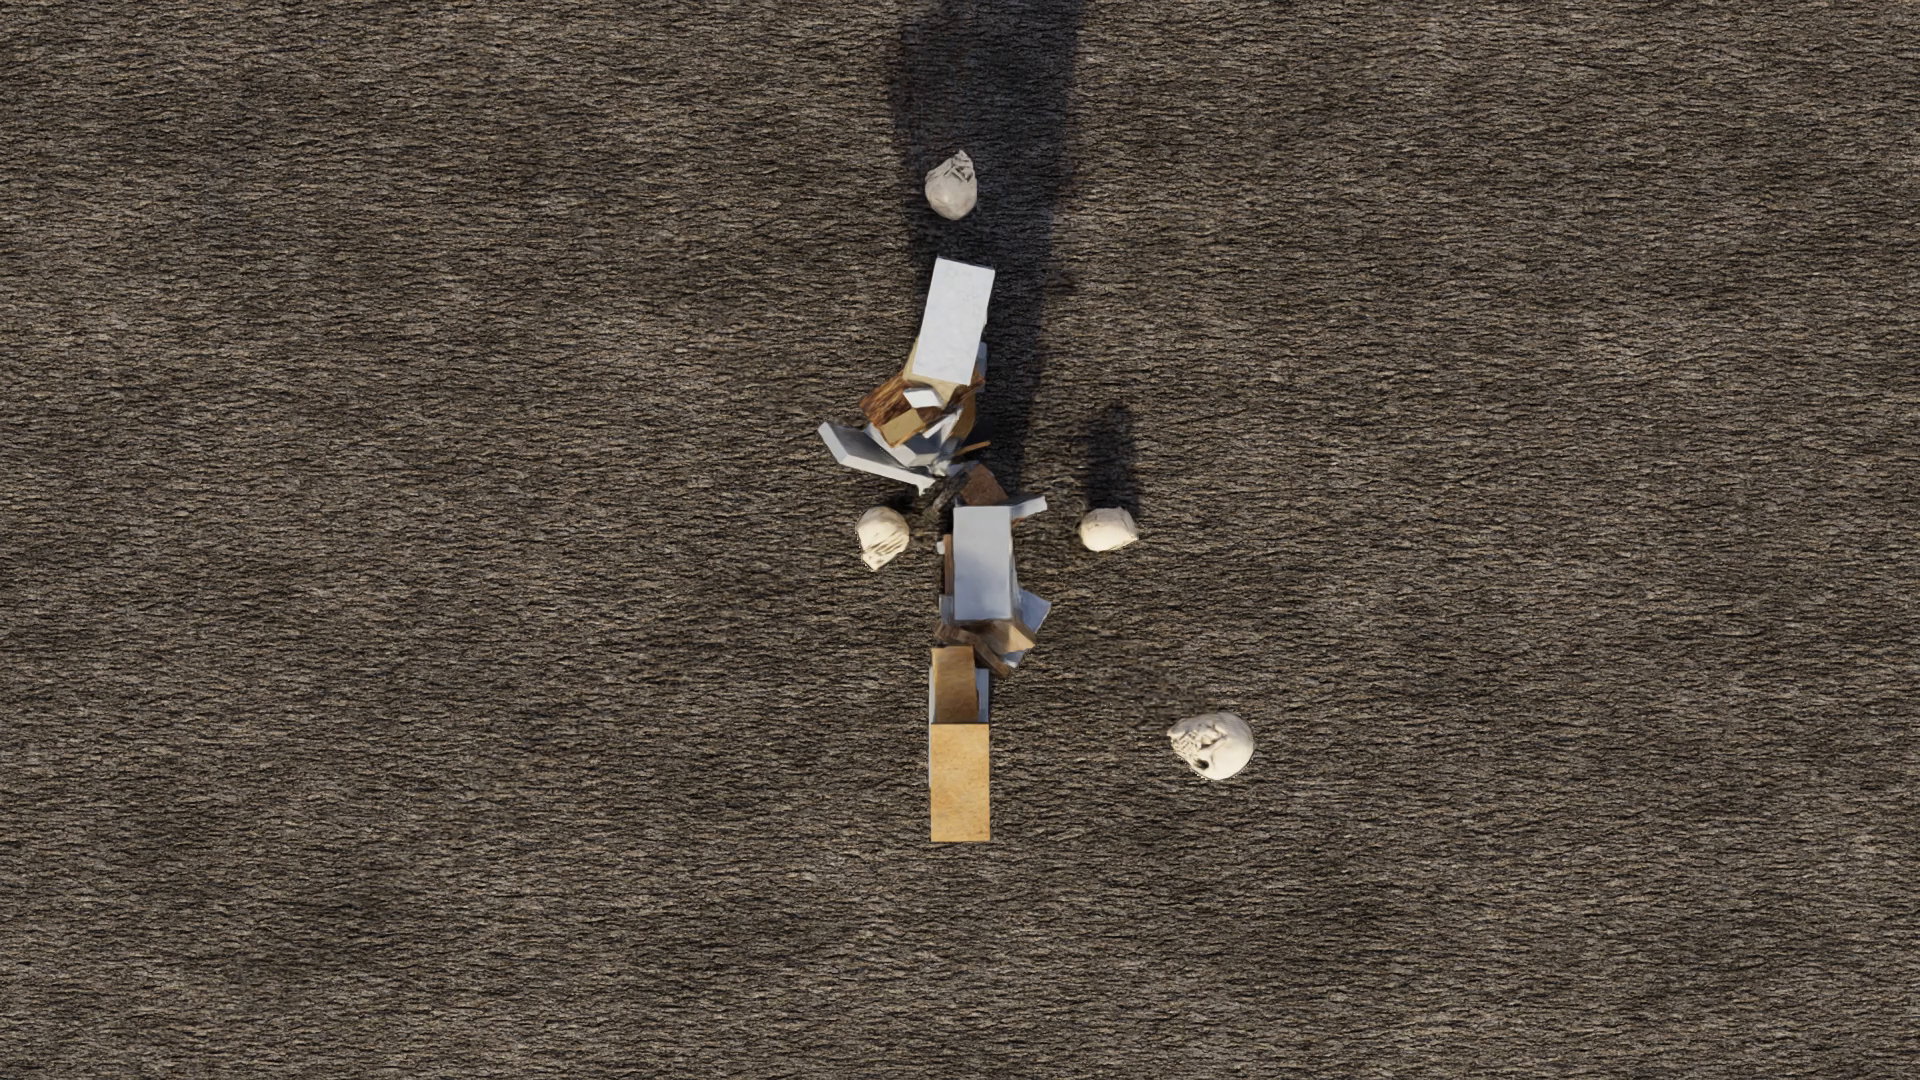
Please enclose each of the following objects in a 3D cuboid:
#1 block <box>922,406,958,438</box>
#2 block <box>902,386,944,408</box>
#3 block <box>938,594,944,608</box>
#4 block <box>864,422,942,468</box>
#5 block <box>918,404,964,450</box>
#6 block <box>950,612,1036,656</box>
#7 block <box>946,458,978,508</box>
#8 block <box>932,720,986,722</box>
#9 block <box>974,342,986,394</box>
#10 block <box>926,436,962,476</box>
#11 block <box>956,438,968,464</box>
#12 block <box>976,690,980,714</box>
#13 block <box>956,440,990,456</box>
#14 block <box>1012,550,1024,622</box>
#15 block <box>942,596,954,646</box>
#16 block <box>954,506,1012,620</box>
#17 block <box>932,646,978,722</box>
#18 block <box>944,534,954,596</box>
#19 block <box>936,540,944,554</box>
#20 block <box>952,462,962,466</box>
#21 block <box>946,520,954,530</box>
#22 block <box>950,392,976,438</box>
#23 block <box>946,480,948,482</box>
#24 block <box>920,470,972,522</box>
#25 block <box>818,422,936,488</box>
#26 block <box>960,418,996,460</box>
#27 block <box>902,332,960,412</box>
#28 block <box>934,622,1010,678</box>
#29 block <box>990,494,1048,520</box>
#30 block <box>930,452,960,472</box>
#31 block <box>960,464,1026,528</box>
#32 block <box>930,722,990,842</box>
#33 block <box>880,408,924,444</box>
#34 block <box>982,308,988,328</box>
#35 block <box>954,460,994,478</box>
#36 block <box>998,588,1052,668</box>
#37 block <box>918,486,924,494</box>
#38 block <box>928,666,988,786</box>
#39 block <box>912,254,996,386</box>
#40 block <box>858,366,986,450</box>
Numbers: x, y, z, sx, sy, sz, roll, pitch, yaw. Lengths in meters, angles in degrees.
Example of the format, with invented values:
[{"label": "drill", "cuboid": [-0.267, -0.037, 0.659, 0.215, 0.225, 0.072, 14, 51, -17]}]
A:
[{"label": "block", "cuboid": [-0.058, -0.351, 4.891, 0.117, 0.059, 0.017, -34, 110, 18]}, {"label": "block", "cuboid": [-0.109, -0.421, 4.864, 0.017, 0.117, 0.059, -55, 126, -31]}, {"label": "block", "cuboid": [0.003, 0.196, 5.355, 0.144, 0.287, 0.041, 0, 89, -1]}, {"label": "block", "cuboid": [-0.175, -0.305, 5.148, 0.174, 0.347, 0.049, 40, 101, 7]}, {"label": "block", "cuboid": [-0.075, -0.372, 5.289, 0.103, 0.029, 0.207, 37, 124, 9]}, {"label": "block", "cuboid": [0.099, 0.263, 4.777, 0.157, 0.314, 0.044, -13, 67, 15]}, {"label": "block", "cuboid": [0.031, -0.145, 5.270, 0.104, 0.029, 0.208, -14, 87, -3]}, {"label": "block", "cuboid": [-0.001, 0.544, 4.596, 0.156, 0.311, 0.044, 0, 90, 0]}, {"label": "block", "cuboid": [-0.006, -0.547, 5.203, 0.174, 0.455, 0.049, 6, 82, 1]}, {"label": "block", "cuboid": [-0.057, -0.317, 5.431, 0.103, 0.029, 0.207, 17, 67, 20]}, {"label": "block", "cuboid": [0.000, -0.317, 5.448, 0.067, 0.019, 0.134, -10, 57, 15]}, {"label": "block", "cuboid": [-0.004, 0.456, 4.638, 0.113, 0.226, 0.032, 0, 93, 0]}, {"label": "block", "cuboid": [0.042, -0.295, 5.300, 0.104, 0.052, 0.015, -17, 86, -27]}, {"label": "block", "cuboid": [0.091, 0.136, 4.804, 0.157, 0.044, 0.314, -8, 125, 3]}, {"label": "block", "cuboid": [0.003, 0.243, 5.056, 0.118, 0.236, 0.033, -3, 118, 1]}, {"label": "block", "cuboid": [0.065, 0.065, 4.602, 0.157, 0.044, 0.314, -2, 84, 11]}, {"label": "block", "cuboid": [-0.013, 0.405, 4.511, 0.113, 0.032, 0.226, -4, 86, 0]}, {"label": "block", "cuboid": [0.024, 0.124, 5.191, 0.144, 0.041, 0.287, -1, 90, -1]}, {"label": "block", "cuboid": [-0.001, 0.017, 5.355, 0.144, 0.287, 0.041, -4, 91, -1]}, {"label": "block", "cuboid": [0.003, -0.250, 5.433, 0.067, 0.134, 0.019, -16, 109, 0]}, {"label": "block", "cuboid": [0.022, -0.066, 5.388, 0.104, 0.208, 0.029, -18, 90, -10]}, {"label": "block", "cuboid": [-0.002, -0.437, 5.442, 0.103, 0.029, 0.207, 4, 64, 0]}, {"label": "block", "cuboid": [0.011, -0.202, 5.394, 0.104, 0.208, 0.029, -20, 92, -2]}, {"label": "block", "cuboid": [-0.042, -0.129, 4.859, 0.039, 0.277, 0.139, 41, 83, -3]}, {"label": "block", "cuboid": [-0.252, -0.261, 5.107, 0.039, 0.488, 0.139, -44, 64, 19]}, {"label": "block", "cuboid": [0.055, -0.323, 5.371, 0.067, 0.019, 0.134, 35, 68, -9]}, {"label": "block", "cuboid": [-0.068, -0.496, 4.762, 0.163, 0.327, 0.046, 40, 70, 3]}, {"label": "block", "cuboid": [0.039, 0.322, 4.772, 0.113, 0.483, 0.032, 18, 79, 18]}, {"label": "block", "cuboid": [0.158, -0.093, 4.860, 0.139, 0.277, 0.039, -17, 95, -9]}, {"label": "block", "cuboid": [-0.043, -0.254, 5.311, 0.104, 0.052, 0.015, -24, 69, -32]}, {"label": "block", "cuboid": [0.090, -0.116, 5.019, 0.108, 0.030, 0.215, -38, 86, -6]}, {"label": "block", "cuboid": [0.000, 0.647, 4.418, 0.156, 0.044, 0.311, 0, 90, 0]}, {"label": "block", "cuboid": [-0.173, -0.339, 4.910, 0.117, 0.017, 0.059, -30, 88, -3]}, {"label": "block", "cuboid": [-0.004, -0.678, 5.021, 0.163, 0.960, 0.046, 3, 97, 0]}, {"label": "block", "cuboid": [0.031, -0.187, 5.150, 0.108, 0.215, 0.030, -46, 108, -4]}, {"label": "block", "cuboid": [0.172, 0.265, 5.001, 0.118, 0.033, 0.236, 26, 61, 12]}, {"label": "block", "cuboid": [-0.139, -0.203, 5.354, 0.015, 0.052, 0.104, -16, 60, -5]}, {"label": "block", "cuboid": [-0.004, 0.540, 4.776, 0.170, 0.048, 0.340, 1, 90, 0]}, {"label": "block", "cuboid": [-0.018, -0.601, 4.522, 0.163, 0.046, 0.327, 12, 110, -3]}, {"label": "block", "cuboid": [-0.114, -0.441, 4.948, 0.347, 0.049, 0.174, -36, 87, 0]}]
